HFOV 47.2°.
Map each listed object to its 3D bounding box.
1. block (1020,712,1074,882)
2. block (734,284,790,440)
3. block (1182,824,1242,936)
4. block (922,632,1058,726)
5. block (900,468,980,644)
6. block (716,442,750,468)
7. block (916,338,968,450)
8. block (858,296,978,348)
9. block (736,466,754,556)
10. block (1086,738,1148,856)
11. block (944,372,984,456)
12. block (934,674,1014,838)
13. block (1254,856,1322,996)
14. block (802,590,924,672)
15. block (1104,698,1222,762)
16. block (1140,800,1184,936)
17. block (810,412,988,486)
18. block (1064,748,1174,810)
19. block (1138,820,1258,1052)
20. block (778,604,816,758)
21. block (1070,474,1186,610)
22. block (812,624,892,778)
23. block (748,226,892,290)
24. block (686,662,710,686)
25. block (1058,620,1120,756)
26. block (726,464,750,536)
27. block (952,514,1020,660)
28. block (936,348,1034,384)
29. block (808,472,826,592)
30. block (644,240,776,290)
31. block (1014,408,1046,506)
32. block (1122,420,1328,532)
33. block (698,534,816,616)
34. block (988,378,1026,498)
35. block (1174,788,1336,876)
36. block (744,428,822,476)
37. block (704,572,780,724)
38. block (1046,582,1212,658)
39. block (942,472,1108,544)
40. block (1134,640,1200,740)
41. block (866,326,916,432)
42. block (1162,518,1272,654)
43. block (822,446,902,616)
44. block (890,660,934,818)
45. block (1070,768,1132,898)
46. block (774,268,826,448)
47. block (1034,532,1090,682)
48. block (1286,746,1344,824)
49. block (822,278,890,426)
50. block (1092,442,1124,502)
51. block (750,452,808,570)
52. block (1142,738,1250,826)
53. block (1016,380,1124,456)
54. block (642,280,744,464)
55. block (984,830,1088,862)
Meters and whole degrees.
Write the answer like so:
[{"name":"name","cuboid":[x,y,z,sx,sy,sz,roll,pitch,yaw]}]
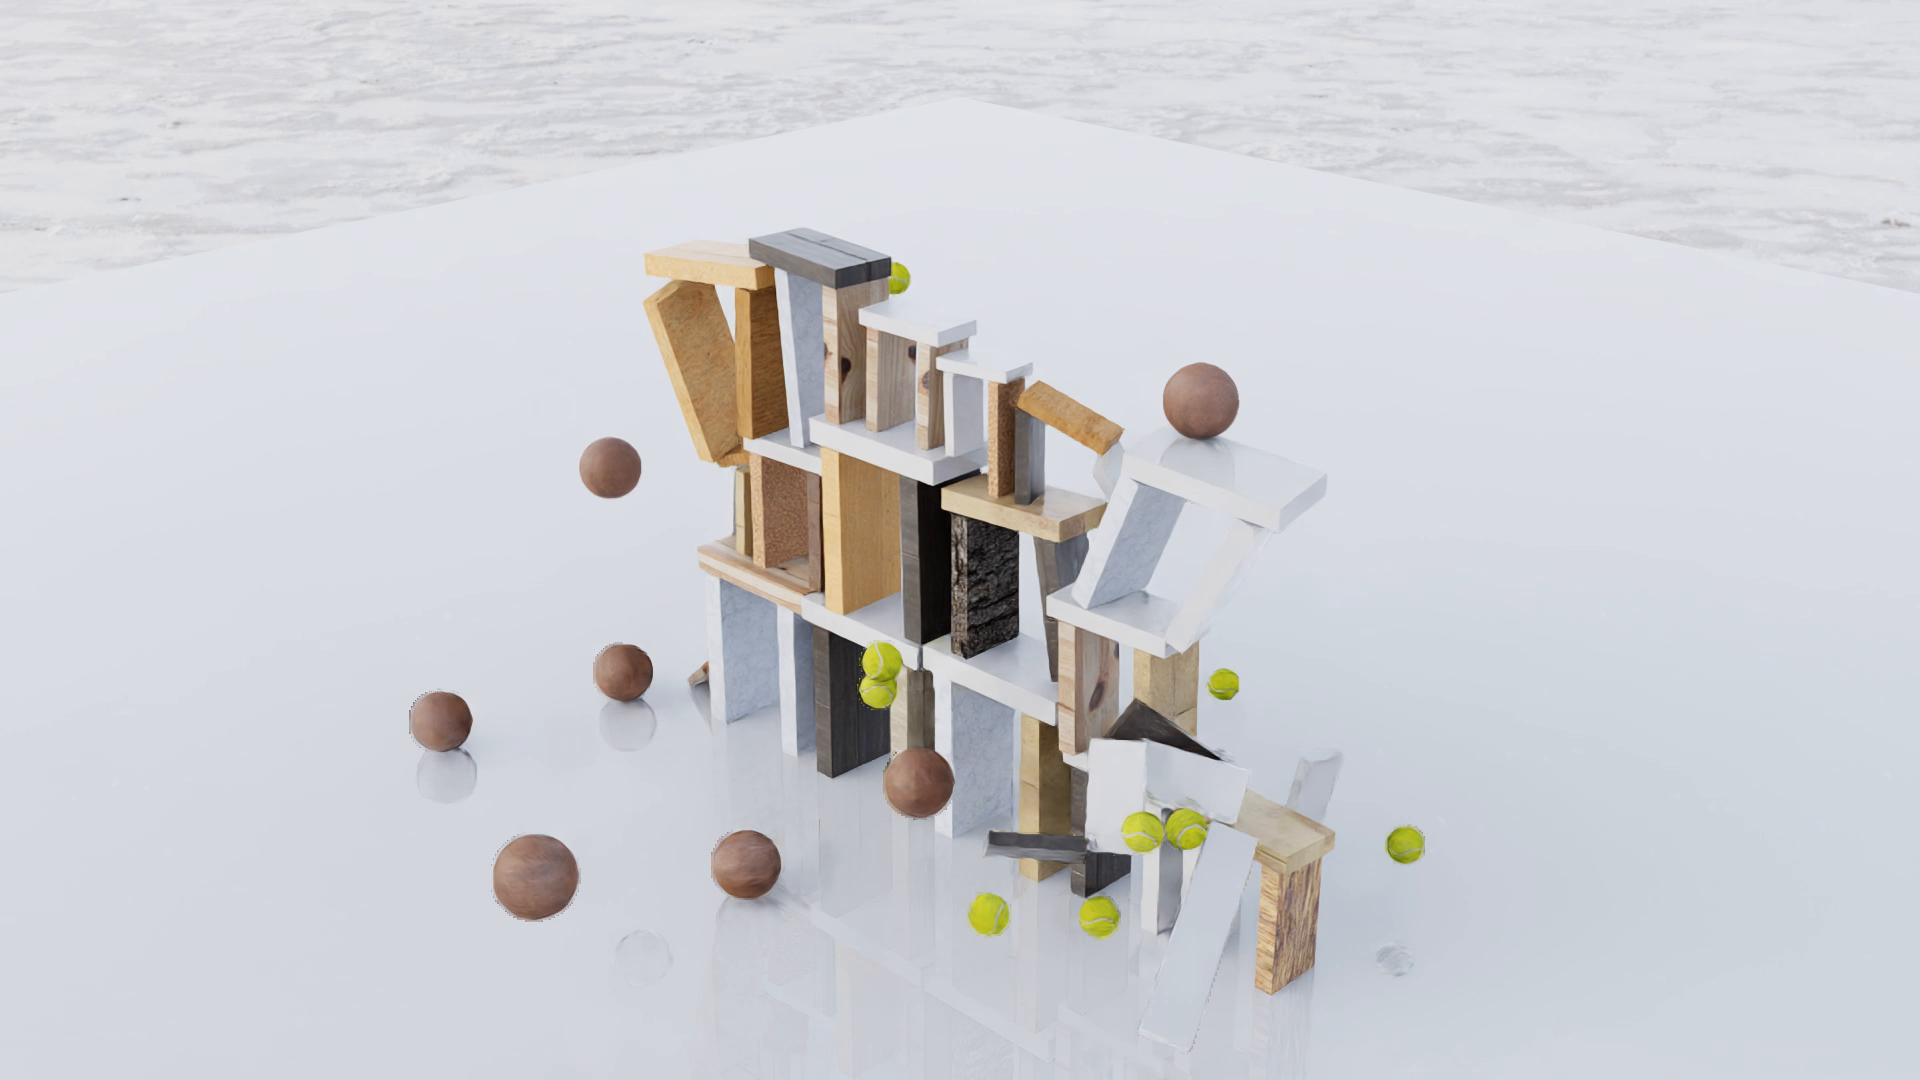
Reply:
[{"name":"block","cuboid":[0.193,0.465,4.218,0.175,0.349,0.049,-21,31,-41]},{"name":"block","cuboid":[-0.385,-0.376,4.491,0.044,0.314,0.157,21,30,37]},{"name":"block","cuboid":[0.459,0.612,3.986,0.130,0.259,0.037,-21,30,-40]},{"name":"block","cuboid":[0.112,0.250,4.215,0.349,0.049,0.175,21,31,40]},{"name":"block","cuboid":[-0.034,0.016,4.268,0.171,0.341,0.048,-21,29,-41]},{"name":"block","cuboid":[-0.429,-0.191,4.700,0.186,0.026,0.093,-4,22,47]},{"name":"block","cuboid":[-0.033,-0.283,4.139,0.030,0.209,0.104,24,33,38]},{"name":"block","cuboid":[-0.080,-0.411,4.133,0.209,0.030,0.104,21,31,40]},{"name":"block","cuboid":[-0.432,-0.068,4.669,0.026,0.186,0.093,22,30,40]},{"name":"block","cuboid":[0.270,0.442,3.798,0.097,0.194,0.027,3,-2,14]},{"name":"block","cuboid":[0.007,-0.244,4.110,0.023,0.162,0.081,19,29,41]},{"name":"block","cuboid":[0.029,0.401,4.368,0.049,0.349,0.175,21,31,41]},{"name":"block","cuboid":[0.580,0.659,3.875,0.037,0.259,0.130,21,30,40]},{"name":"block","cuboid":[-0.141,0.162,4.438,0.171,0.049,0.343,-21,31,-40]},{"name":"block","cuboid":[0.357,0.370,3.878,0.194,0.097,0.027,35,9,-17]},{"name":"block","cuboid":[0.395,0.582,4.049,0.038,0.266,0.133,21,31,41]},{"name":"block","cuboid":[-0.114,-0.194,4.262,0.341,0.048,0.171,21,31,40]},{"name":"block","cuboid":[0.336,0.413,4.054,0.266,0.038,0.133,20,31,39]},{"name":"block","cuboid":[0.399,0.656,3.664,0.085,0.024,0.390,22,61,3]},{"name":"block","cuboid":[-0.302,0.273,4.674,0.049,0.346,0.173,22,31,40]},{"name":"block","cuboid":[0.307,-0.017,3.857,0.153,0.305,0.043,-19,54,-36]},{"name":"block","cuboid":[-0.222,0.310,4.591,0.171,0.343,0.049,-21,31,-40]},{"name":"block","cuboid":[-0.273,-0.551,4.281,0.138,0.039,0.275,-19,30,-37]},{"name":"block","cuboid":[-0.554,0.286,4.948,0.070,0.020,0.140,-20,-11,-39]},{"name":"block","cuboid":[0.238,0.250,4.048,0.038,0.268,0.134,18,30,38]},{"name":"block","cuboid":[-0.472,0.020,4.857,0.093,0.421,0.026,-13,32,-34]},{"name":"block","cuboid":[0.049,0.070,4.205,0.041,0.288,0.144,21,31,40]},{"name":"block","cuboid":[0.045,-0.321,4.046,0.162,0.023,0.081,15,25,36]},{"name":"block","cuboid":[-0.251,-0.032,4.500,0.127,0.254,0.036,-21,32,-41]},{"name":"block","cuboid":[-0.478,-0.564,4.491,0.314,0.044,0.157,12,24,37]},{"name":"block","cuboid":[0.129,-0.165,4.033,0.026,0.183,0.091,8,22,21]},{"name":"block","cuboid":[0.440,-0.110,3.672,0.305,0.043,0.153,22,37,31]},{"name":"block","cuboid":[-0.380,0.062,4.667,0.173,0.049,0.346,-21,31,-40]},{"name":"block","cuboid":[0.087,-0.196,4.061,0.023,0.223,0.081,16,26,38]},{"name":"block","cuboid":[0.517,0.501,3.869,0.130,0.037,0.259,-19,30,-38]},{"name":"block","cuboid":[-0.309,-0.190,4.500,0.254,0.036,0.127,19,29,38]},{"name":"block","cuboid":[-0.471,0.211,4.820,0.049,0.346,0.173,20,30,39]},{"name":"block","cuboid":[0.300,0.133,3.929,0.268,0.038,0.134,20,31,39]},{"name":"block","cuboid":[0.120,-0.065,4.086,0.288,0.041,0.144,17,27,39]},{"name":"block","cuboid":[0.369,0.295,3.939,0.134,0.268,0.038,-22,31,-40]},{"name":"block","cuboid":[-0.132,-0.321,4.229,0.030,0.209,0.104,23,33,38]},{"name":"block","cuboid":[0.457,0.046,3.743,0.043,0.305,0.153,37,41,12]},{"name":"block","cuboid":[-0.195,-0.039,4.405,0.048,0.348,0.171,19,30,39]},{"name":"block","cuboid":[-0.061,0.373,4.443,0.049,0.343,0.171,21,31,41]},{"name":"block","cuboid":[0.269,0.532,4.163,0.038,0.266,0.133,21,31,40]},{"name":"block","cuboid":[-0.292,-0.386,4.429,0.138,0.379,0.039,-20,25,-39]},{"name":"block","cuboid":[0.202,0.106,4.106,0.041,0.288,0.144,0,16,28]},{"name":"block","cuboid":[0.632,0.455,3.961,0.085,0.169,0.024,-11,36,-34]},{"name":"block","cuboid":[-0.200,-0.374,4.271,0.039,0.275,0.138,21,31,40]},{"name":"block","cuboid":[0.301,-0.094,4.034,0.026,0.183,0.091,-8,43,31]},{"name":"block","cuboid":[-0.376,-0.078,4.609,0.036,0.254,0.127,21,31,40]},{"name":"block","cuboid":[0.399,0.420,3.830,0.193,0.097,0.027,17,1,4]},{"name":"block","cuboid":[0.199,-0.222,3.968,0.183,0.026,0.091,31,29,11]},{"name":"block","cuboid":[-0.542,-0.370,4.653,0.044,0.391,0.157,14,43,39]},{"name":"block","cuboid":[0.131,0.528,3.783,0.169,0.024,0.085,5,-21,-3]}]
